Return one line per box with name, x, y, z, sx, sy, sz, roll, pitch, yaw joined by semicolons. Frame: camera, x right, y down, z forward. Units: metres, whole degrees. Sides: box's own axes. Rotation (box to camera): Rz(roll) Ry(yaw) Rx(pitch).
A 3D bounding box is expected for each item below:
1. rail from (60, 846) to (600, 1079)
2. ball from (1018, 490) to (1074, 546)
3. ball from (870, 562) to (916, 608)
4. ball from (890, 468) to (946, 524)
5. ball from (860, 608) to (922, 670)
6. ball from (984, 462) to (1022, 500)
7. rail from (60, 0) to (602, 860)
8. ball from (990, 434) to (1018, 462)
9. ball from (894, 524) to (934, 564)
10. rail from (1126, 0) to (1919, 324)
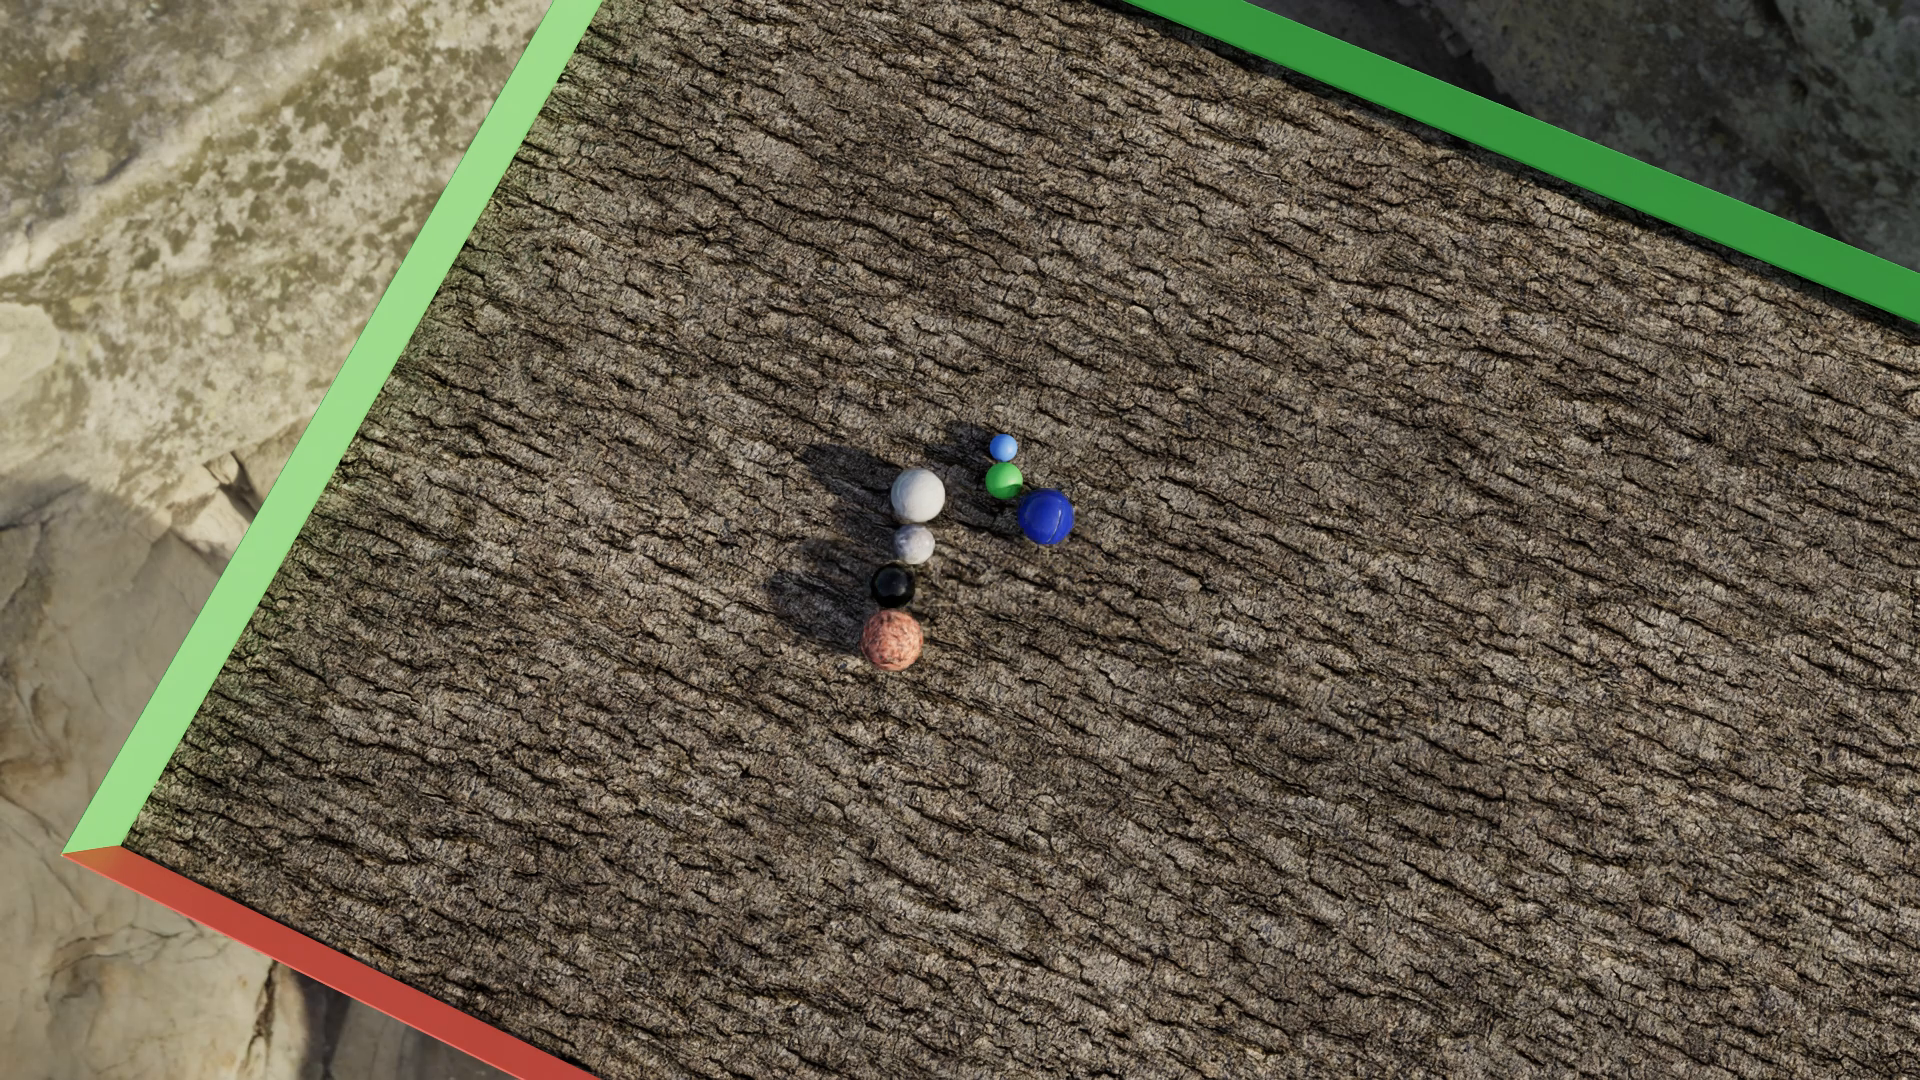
rail;0.469;1.221;2.983;3.852;0.122;0.045;24;75;7
ball;0.132;-0.034;3.375;0.086;0.086;0.086;0;74;0
ball;-0.102;0.070;3.351;0.071;0.071;0.071;0;74;0
ball;-0.065;-0.068;3.385;0.084;0.084;0.084;0;74;0
ball;-0.103;0.150;3.315;0.094;0.094;0.094;0;74;0
ball;0.068;-0.092;3.406;0.058;0.058;0.058;0;74;0
rail;-0.853;-0.385;3.458;0.045;0.122;1.981;24;75;7
ball;0.068;-0.144;3.429;0.044;0.044;0.044;0;74;0
ball;-0.071;0.006;3.374;0.063;0.063;0.063;0;74;0
rail;1.279;-0.462;3.481;3.852;0.122;0.045;24;75;7
